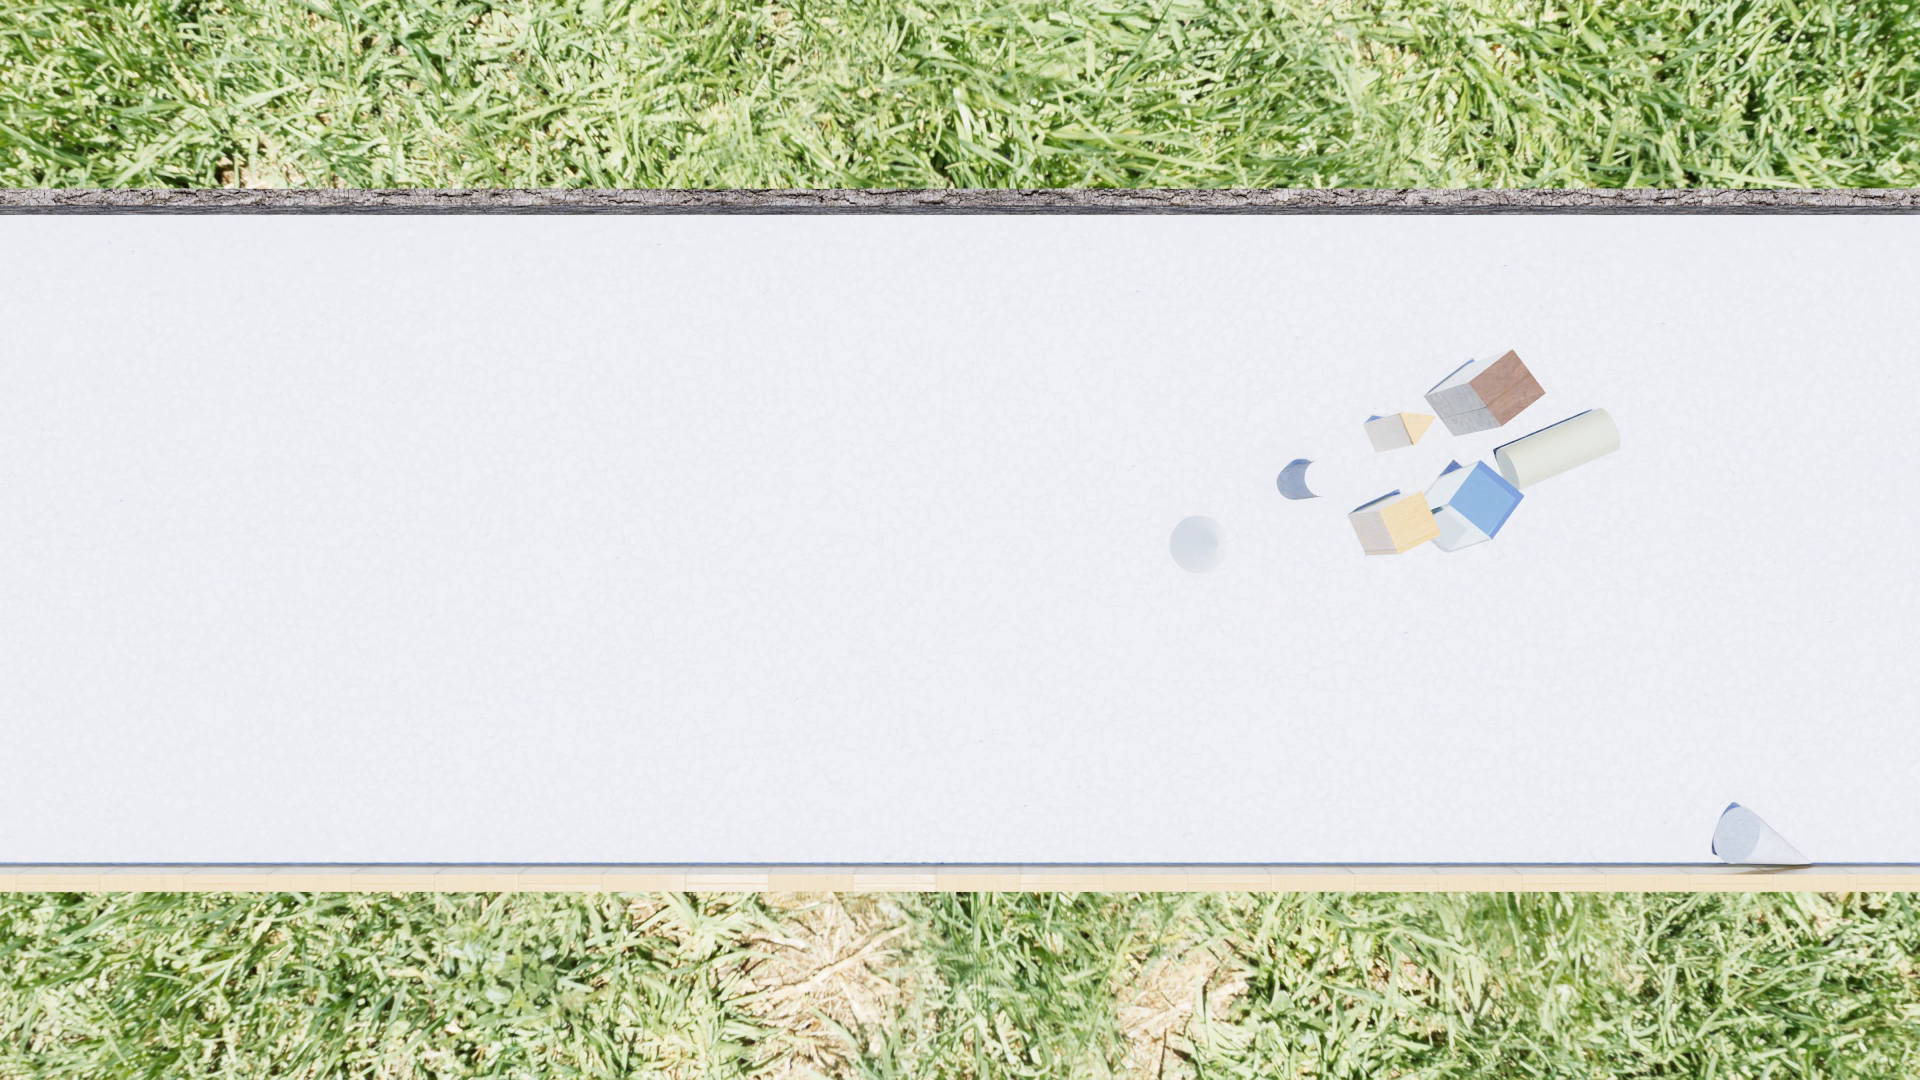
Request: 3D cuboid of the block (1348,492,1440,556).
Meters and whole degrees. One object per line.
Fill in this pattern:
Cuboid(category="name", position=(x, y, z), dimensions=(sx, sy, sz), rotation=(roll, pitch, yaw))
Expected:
Cuboid(category="block", position=(1.290, -0.047, 4.913), dimensions=(0.138, 0.321, 0.138), rotation=(-24, 90, -3))

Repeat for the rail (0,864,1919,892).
Cuboid(category="rail", position=(-2.247, 1.025, 5.001), dimensions=(12.000, 0.150, 0.050), rotation=(0, 90, 0))

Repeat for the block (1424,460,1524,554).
Cuboid(category="block", position=(1.497, -0.095, 4.903), dimensions=(0.165, 0.325, 0.165), rotation=(39, 80, 0))

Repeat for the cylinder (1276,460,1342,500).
Cuboid(category="cylinder", position=(1.028, -0.176, 4.870), dimensions=(0.107, 0.414, 0.107), rotation=(0, 90, 0))

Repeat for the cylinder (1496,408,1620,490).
Cuboid(category="cylinder", position=(1.815, -0.274, 5.006), dimensions=(0.328, 0.142, 0.142), rotation=(-22, 90, 0))

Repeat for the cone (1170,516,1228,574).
Cuboid(category="cone", position=(0.734, 0.014, 4.882), dimensions=(0.179, 0.389, 0.179), rotation=(0, 90, 0))

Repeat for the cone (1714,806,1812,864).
Cuboid(category="cone", position=(2.489, 0.946, 5.034), dimensions=(0.311, 0.177, 0.177), rotation=(21, 90, -16))

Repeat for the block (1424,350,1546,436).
Cuboid(category="block", position=(1.536, -0.427, 4.852), dimensions=(0.156, 0.449, 0.156), rotation=(-37, 90, 0))

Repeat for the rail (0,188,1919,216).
Cuboid(category="rail", position=(-2.247, -1.025, 5.002), dimensions=(12.000, 0.150, 0.050), rotation=(0, 90, 0))

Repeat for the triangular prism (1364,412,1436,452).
Cuboid(category="triangular prism", position=(1.276, -0.333, 4.861), dimensions=(0.085, 0.432, 0.098), rotation=(36, 90, 0))
